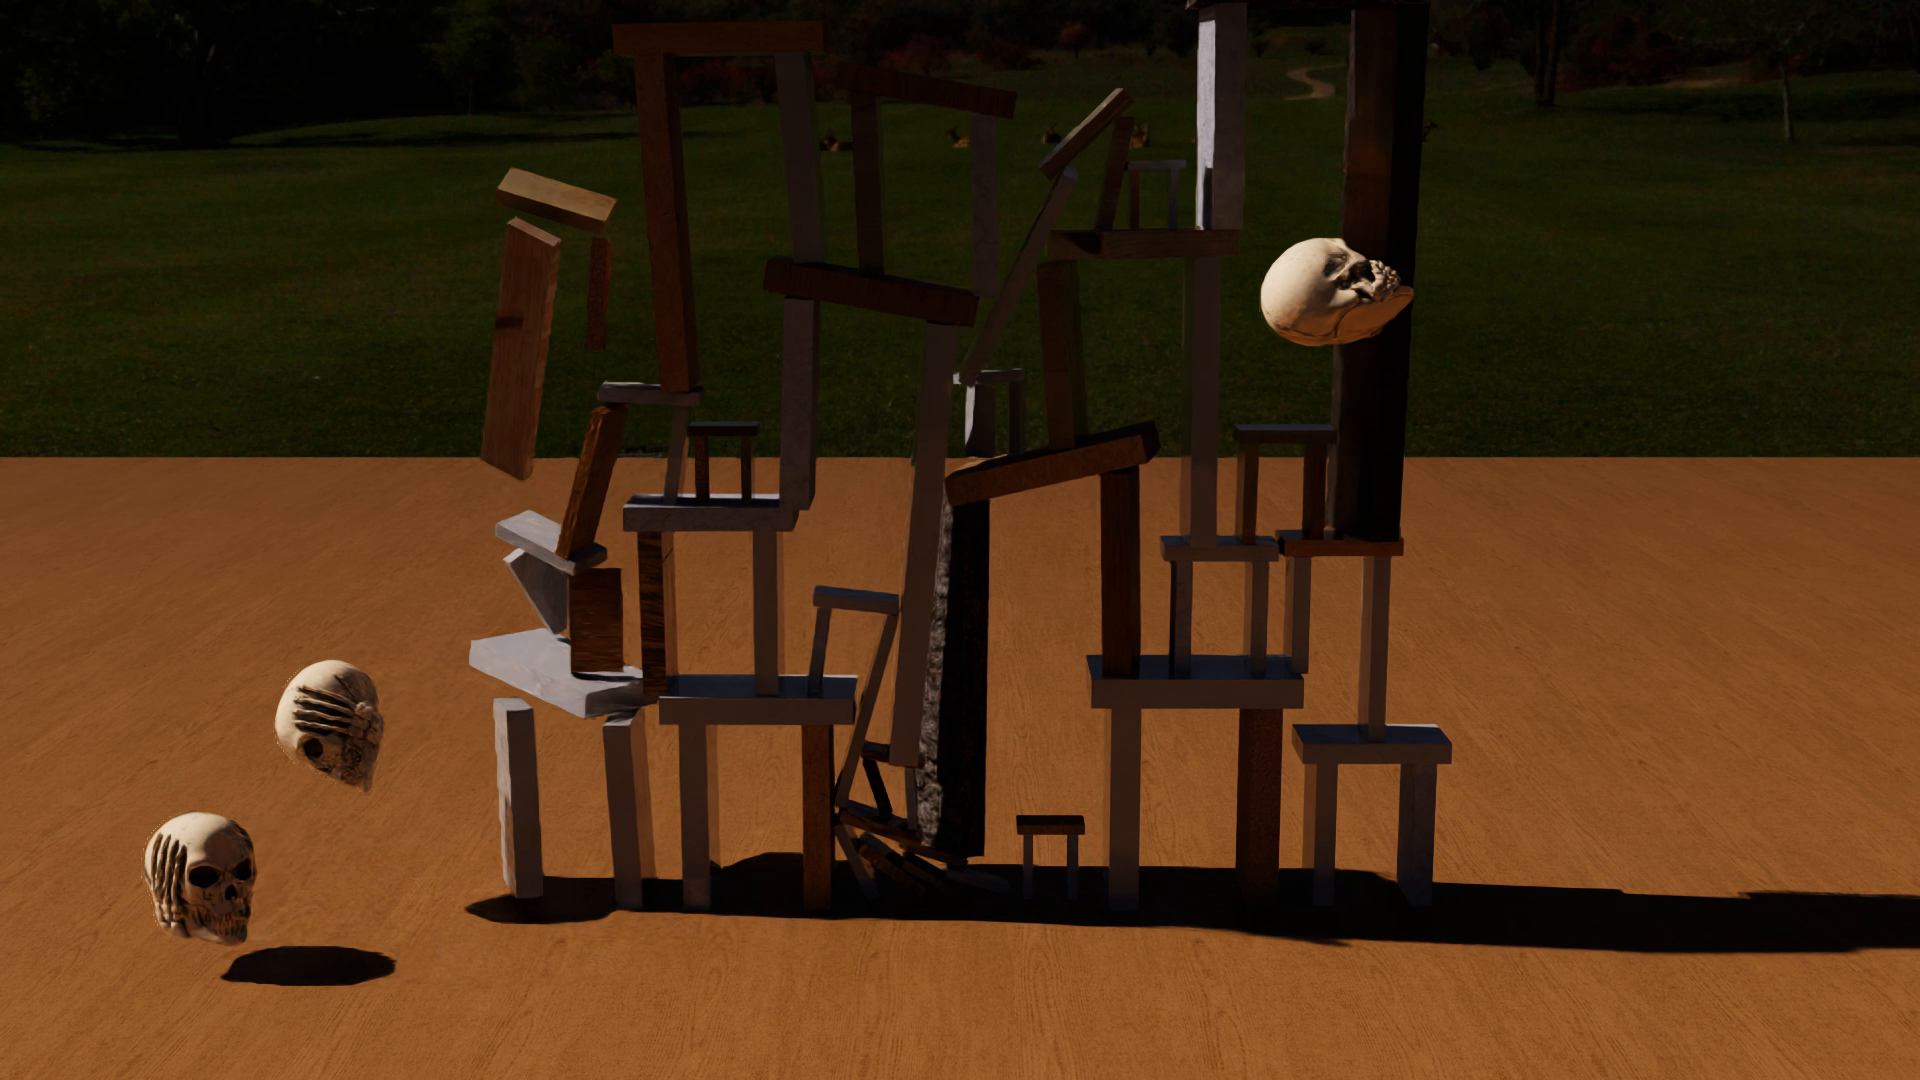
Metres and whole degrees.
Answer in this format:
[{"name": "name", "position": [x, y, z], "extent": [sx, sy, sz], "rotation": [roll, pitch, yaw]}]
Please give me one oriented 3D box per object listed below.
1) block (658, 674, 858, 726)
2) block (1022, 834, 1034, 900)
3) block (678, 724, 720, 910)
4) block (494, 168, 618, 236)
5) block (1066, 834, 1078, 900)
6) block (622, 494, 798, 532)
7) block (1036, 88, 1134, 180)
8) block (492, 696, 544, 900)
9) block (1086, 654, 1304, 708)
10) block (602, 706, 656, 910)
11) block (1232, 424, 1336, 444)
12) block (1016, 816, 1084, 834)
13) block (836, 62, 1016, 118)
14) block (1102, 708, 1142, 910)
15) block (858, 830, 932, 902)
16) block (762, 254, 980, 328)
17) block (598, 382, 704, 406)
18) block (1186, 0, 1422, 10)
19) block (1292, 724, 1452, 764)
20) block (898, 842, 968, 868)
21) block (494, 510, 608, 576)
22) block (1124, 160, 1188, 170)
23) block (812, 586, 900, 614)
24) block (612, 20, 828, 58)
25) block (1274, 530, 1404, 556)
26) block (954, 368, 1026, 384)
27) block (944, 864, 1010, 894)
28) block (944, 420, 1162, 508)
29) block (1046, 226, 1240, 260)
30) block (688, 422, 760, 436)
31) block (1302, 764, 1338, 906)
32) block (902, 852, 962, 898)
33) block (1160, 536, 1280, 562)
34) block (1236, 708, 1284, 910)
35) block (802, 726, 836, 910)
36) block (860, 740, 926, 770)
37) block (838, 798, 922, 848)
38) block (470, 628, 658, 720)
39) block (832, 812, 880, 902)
[{"name": "block", "position": [-0.327, 0.261, 3.607], "extent": [0.312, 0.044, 0.156], "rotation": [0, 11, 0]}, {"name": "block", "position": [0.113, 0.535, 3.659], "extent": [0.016, 0.112, 0.056], "rotation": [0, 11, 0]}, {"name": "block", "position": [-0.430, 0.436, 3.640], "extent": [0.044, 0.312, 0.156], "rotation": [0, 11, 0]}, {"name": "block", "position": [-0.636, -0.534, 3.464], "extent": [0.174, 0.025, 0.087], "rotation": [17, 33, -4]}, {"name": "block", "position": [0.187, 0.535, 3.659], "extent": [0.016, 0.112, 0.056], "rotation": [0, 11, 0]}, {"name": "block", "position": [-0.400, -0.045, 3.554], "extent": [0.269, 0.038, 0.135], "rotation": [0, 11, 0]}, {"name": "block", "position": [0.194, -0.633, 3.429], "extent": [0.176, 0.025, 0.088], "rotation": [-43, 11, 7]}, {"name": "block", "position": [-0.735, 0.426, 3.659], "extent": [0.044, 0.311, 0.155], "rotation": [-4, 5, -20]}, {"name": "block", "position": [0.381, 0.231, 3.605], "extent": [0.340, 0.048, 0.170], "rotation": [0, 11, 0]}, {"name": "block", "position": [-0.546, 0.437, 3.638], "extent": [0.044, 0.311, 0.155], "rotation": [-3, 10, 1]}, {"name": "block", "position": [0.520, -0.170, 3.529], "extent": [0.154, 0.022, 0.077], "rotation": [0, 10, -2]}, {"name": "block", "position": [0.150, 0.473, 3.647], "extent": [0.112, 0.016, 0.056], "rotation": [0, 11, 0]}, {"name": "block", "position": [-0.051, -0.701, 3.430], "extent": [0.275, 0.039, 0.138], "rotation": [10, 11, -1]}, {"name": "block", "position": [0.267, 0.422, 3.641], "extent": [0.048, 0.340, 0.170], "rotation": [0, 11, 0]}, {"name": "block", "position": [-0.108, 0.541, 3.656], "extent": [0.140, 0.020, 0.070], "rotation": [37, 8, -7]}, {"name": "block", "position": [-0.137, -0.395, 3.483], "extent": [0.332, 0.047, 0.166], "rotation": [10, 10, -1]}, {"name": "block", "position": [-0.492, -0.233, 3.509], "extent": [0.159, 0.023, 0.080], "rotation": [3, 11, -2]}, {"name": "block", "position": [0.529, -0.852, 3.408], "extent": [0.341, 0.048, 0.171], "rotation": [0, 10, 1]}, {"name": "block", "position": [0.676, 0.336, 3.623], "extent": [0.241, 0.034, 0.121], "rotation": [0, 10, 0]}, {"name": "block", "position": [-0.045, 0.525, 3.686], "extent": [0.108, 0.015, 0.054], "rotation": [18, -4, -16]}, {"name": "block", "position": [-0.682, 0.004, 3.670], "extent": [0.170, 0.024, 0.085], "rotation": [25, 28, 23]}, {"name": "block", "position": [0.307, -0.590, 3.456], "extent": [0.094, 0.013, 0.047], "rotation": [-2, 11, -3]}, {"name": "block", "position": [-0.169, 0.098, 3.583], "extent": [0.139, 0.020, 0.069], "rotation": [6, 11, -2]}, {"name": "block", "position": [-0.368, -0.778, 3.417], "extent": [0.320, 0.045, 0.160], "rotation": [-1, 11, 0]}, {"name": "block", "position": [0.614, 0.004, 3.568], "extent": [0.192, 0.027, 0.096], "rotation": [0, 10, -1]}, {"name": "block", "position": [0.044, -0.269, 3.617], "extent": [0.060, 0.017, 0.120], "rotation": [-12, 10, -43]}, {"name": "block", "position": [0.028, 0.564, 3.668], "extent": [0.108, 0.015, 0.054], "rotation": [16, 3, -4]}, {"name": "block", "position": [0.152, -0.125, 3.575], "extent": [0.329, 0.047, 0.165], "rotation": [-13, 8, 15]}, {"name": "block", "position": [0.286, -0.470, 3.480], "extent": [0.293, 0.041, 0.146], "rotation": [-2, 10, -2]}, {"name": "block", "position": [-0.378, -0.178, 3.524], "extent": [0.110, 0.016, 0.055], "rotation": [0, 11, 0]}, {"name": "block", "position": [0.596, 0.471, 3.647], "extent": [0.034, 0.241, 0.121], "rotation": [0, 10, 0]}, {"name": "block", "position": [-0.047, 0.557, 3.661], "extent": [0.108, 0.015, 0.054], "rotation": [30, 8, -7]}, {"name": "block", "position": [0.420, 0.013, 3.567], "extent": [0.184, 0.026, 0.092], "rotation": [0, 10, 1]}, {"name": "block", "position": [0.494, 0.422, 3.640], "extent": [0.048, 0.340, 0.170], "rotation": [0, 11, 0]}, {"name": "block", "position": [-0.233, 0.437, 3.640], "extent": [0.044, 0.312, 0.156], "rotation": [0, 11, -1]}, {"name": "block", "position": [-0.112, 0.355, 3.629], "extent": [0.106, 0.015, 0.053], "rotation": [12, 10, -5]}, {"name": "block", "position": [-0.132, 0.469, 3.647], "extent": [0.140, 0.020, 0.070], "rotation": [20, 10, -6]}, {"name": "block", "position": [-0.669, 0.222, 3.708], "extent": [0.310, 0.044, 0.155], "rotation": [18, 18, 39]}, {"name": "block", "position": [-0.172, 0.524, 3.654], "extent": [0.020, 0.140, 0.070], "rotation": [-25, 10, 4]}]
